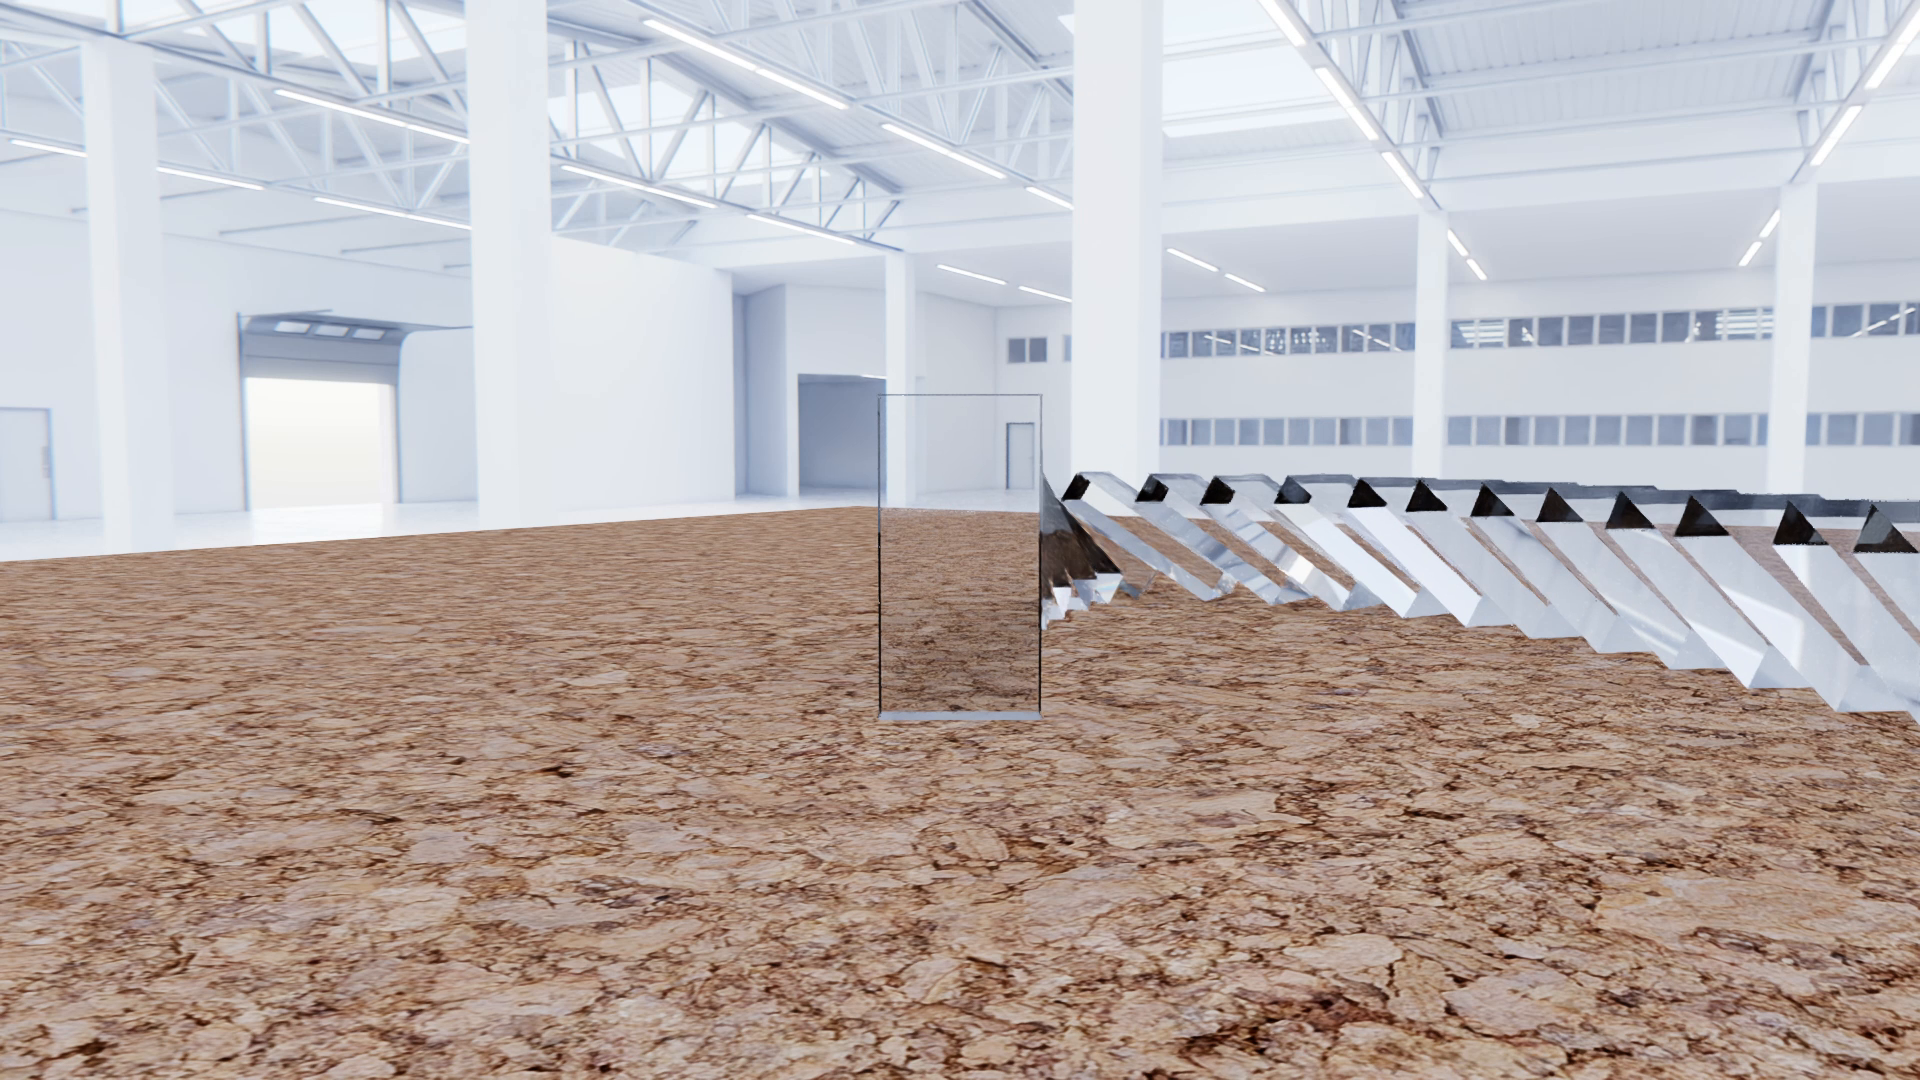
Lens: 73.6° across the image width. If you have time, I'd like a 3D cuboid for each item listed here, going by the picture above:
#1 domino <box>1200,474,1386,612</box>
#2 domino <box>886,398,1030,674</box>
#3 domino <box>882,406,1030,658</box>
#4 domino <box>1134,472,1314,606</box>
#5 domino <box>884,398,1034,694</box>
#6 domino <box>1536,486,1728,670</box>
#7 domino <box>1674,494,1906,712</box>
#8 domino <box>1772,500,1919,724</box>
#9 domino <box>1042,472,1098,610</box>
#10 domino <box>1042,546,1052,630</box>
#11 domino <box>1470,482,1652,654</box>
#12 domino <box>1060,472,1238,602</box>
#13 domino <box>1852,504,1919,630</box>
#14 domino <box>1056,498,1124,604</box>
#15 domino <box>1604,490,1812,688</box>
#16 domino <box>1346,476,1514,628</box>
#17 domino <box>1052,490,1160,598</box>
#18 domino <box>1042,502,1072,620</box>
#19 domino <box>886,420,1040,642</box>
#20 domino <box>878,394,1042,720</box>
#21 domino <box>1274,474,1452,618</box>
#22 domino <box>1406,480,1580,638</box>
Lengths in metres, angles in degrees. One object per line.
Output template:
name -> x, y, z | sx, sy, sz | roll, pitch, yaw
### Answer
domino -> 0.091, 0.000, 0.346 | 0.025, 0.009, 0.050 | -4, 37, -44
domino -> 0.000, 0.000, 0.235 | 0.025, 0.050, 0.010 | 0, 18, 3
domino -> 0.000, -0.001, 0.251 | 0.025, 0.050, 0.009 | 1, 28, 8
domino -> 0.075, -0.001, 0.357 | 0.050, 0.010, 0.025 | 41, 28, 31
domino -> 0.000, 0.001, 0.220 | 0.025, 0.050, 0.009 | 0, 6, 2
domino -> 0.143, 0.006, 0.262 | 0.025, 0.009, 0.050 | -1, 35, -9
domino -> 0.151, 0.009, 0.223 | 0.025, 0.009, 0.050 | 0, 34, -4
domino -> 0.154, 0.011, 0.202 | 0.025, 0.009, 0.050 | 0, 34, 4
domino -> 0.014, -0.001, 0.318 | 0.025, 0.009, 0.050 | 2, -36, 29
domino -> 0.004, -0.001, 0.283 | 0.025, 0.050, 0.009 | 1, 45, 15
domino -> 0.137, 0.005, 0.281 | 0.025, 0.010, 0.050 | -1, 35, -14
domino -> 0.055, -0.002, 0.364 | 0.050, 0.009, 0.025 | 36, 19, 20
domino -> 0.154, 0.012, 0.183 | 0.025, 0.009, 0.050 | 0, 34, 5
domino -> 0.019, -0.002, 0.337 | 0.025, 0.009, 0.050 | 4, -34, 48
domino -> 0.148, 0.008, 0.242 | 0.025, 0.010, 0.050 | 0, 34, -5
domino -> 0.121, 0.002, 0.317 | 0.025, 0.009, 0.050 | -1, 35, -22
domino -> 0.033, -0.002, 0.364 | 0.050, 0.010, 0.025 | 34, 10, 10
domino -> 0.008, -0.001, 0.301 | 0.025, 0.010, 0.050 | 2, -40, 22
domino -> 0.002, -0.001, 0.266 | 0.025, 0.050, 0.010 | 1, 37, 13
domino -> 0.000, 0.002, 0.201 | 0.025, 0.050, 0.010 | 0, 4, 0
domino -> 0.108, 0.000, 0.333 | 0.025, 0.009, 0.050 | -2, 36, -34
domino -> 0.130, 0.003, 0.300 | 0.025, 0.010, 0.050 | -1, 35, -19
